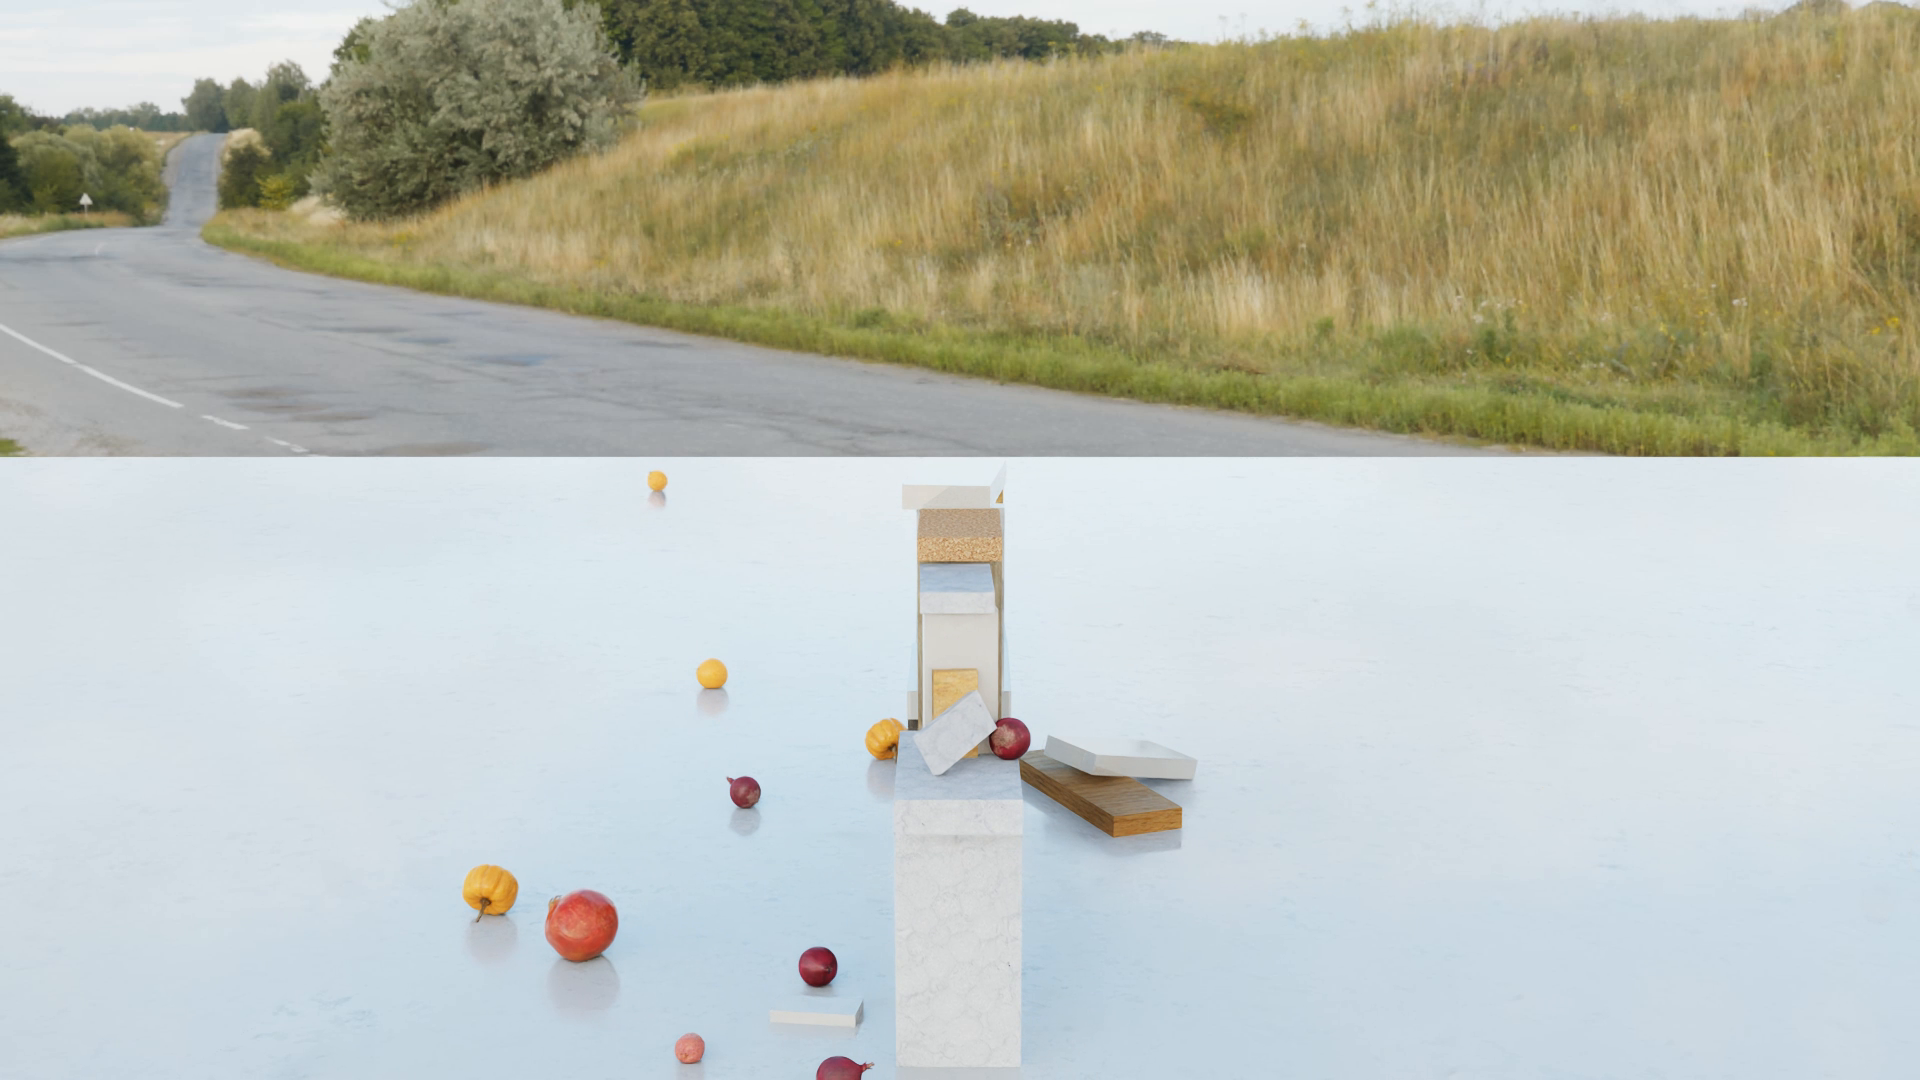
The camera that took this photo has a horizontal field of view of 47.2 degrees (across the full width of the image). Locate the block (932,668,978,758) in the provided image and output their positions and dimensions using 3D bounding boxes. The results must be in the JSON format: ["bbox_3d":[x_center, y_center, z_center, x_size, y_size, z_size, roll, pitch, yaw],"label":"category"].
[{"bbox_3d":[-0.007,0.243,3.078,0.062,0.124,0.018,-1,11,-6],"label":"block"}]

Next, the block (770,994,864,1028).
[{"bbox_3d":[-0.205,0.676,3.160,0.124,0.018,0.062,2,11,8],"label":"block"}]

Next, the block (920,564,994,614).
[{"bbox_3d":[-0.006,0.068,3.142,0.103,0.029,0.207,0,11,-1],"label":"block"}]

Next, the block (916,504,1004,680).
[{"bbox_3d":[0.001,0.083,3.556,0.141,0.282,0.040,0,11,0],"label":"block"}]

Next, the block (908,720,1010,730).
[{"bbox_3d":[-0.001,0.438,3.580,0.166,0.331,0.047,0,11,0],"label":"block"}]

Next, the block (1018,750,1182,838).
[{"bbox_3d":[0.253,0.474,4.185,0.140,0.040,0.446,-4,11,-23],"label":"block"}]

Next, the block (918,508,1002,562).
[{"bbox_3d":[0.000,-0.009,3.357,0.125,0.035,0.250,0,11,0],"label":"block"}]

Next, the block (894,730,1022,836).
[{"bbox_3d":[-0.003,0.334,3.058,0.170,0.048,0.339,0,11,0],"label":"block"}]

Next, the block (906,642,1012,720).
[{"bbox_3d":[-0.001,0.232,3.654,0.166,0.047,0.331,0,11,0],"label":"block"}]

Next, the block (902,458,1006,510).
[{"bbox_3d":[-0.007,-0.093,3.622,0.141,0.040,0.282,1,11,6],"label":"block"}]

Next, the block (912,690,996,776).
[{"bbox_3d":[-0.006,0.264,3.024,0.018,0.062,0.124,-17,14,48],"label":"block"}]

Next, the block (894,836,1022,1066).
[{"bbox_3d":[-0.002,0.545,2.982,0.170,0.339,0.048,0,11,0],"label":"block"}]

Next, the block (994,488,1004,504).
[{"bbox_3d":[0.002,0.049,3.740,0.141,0.282,0.040,0,11,0],"label":"block"}]

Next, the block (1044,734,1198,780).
[{"bbox_3d":[0.314,0.422,4.276,0.280,0.040,0.140,8,7,-41],"label":"block"}]

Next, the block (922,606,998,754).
[{"bbox_3d":[0.000,0.197,3.094,0.103,0.207,0.029,-1,11,-6],"label":"block"}]

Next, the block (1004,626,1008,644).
[{"bbox_3d":[0.001,0.181,3.982,0.161,0.046,0.322,0,11,-1],"label":"block"}]

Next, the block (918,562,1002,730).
[{"bbox_3d":[0.000,0.186,3.310,0.125,0.331,0.035,0,11,0],"label":"block"}]
